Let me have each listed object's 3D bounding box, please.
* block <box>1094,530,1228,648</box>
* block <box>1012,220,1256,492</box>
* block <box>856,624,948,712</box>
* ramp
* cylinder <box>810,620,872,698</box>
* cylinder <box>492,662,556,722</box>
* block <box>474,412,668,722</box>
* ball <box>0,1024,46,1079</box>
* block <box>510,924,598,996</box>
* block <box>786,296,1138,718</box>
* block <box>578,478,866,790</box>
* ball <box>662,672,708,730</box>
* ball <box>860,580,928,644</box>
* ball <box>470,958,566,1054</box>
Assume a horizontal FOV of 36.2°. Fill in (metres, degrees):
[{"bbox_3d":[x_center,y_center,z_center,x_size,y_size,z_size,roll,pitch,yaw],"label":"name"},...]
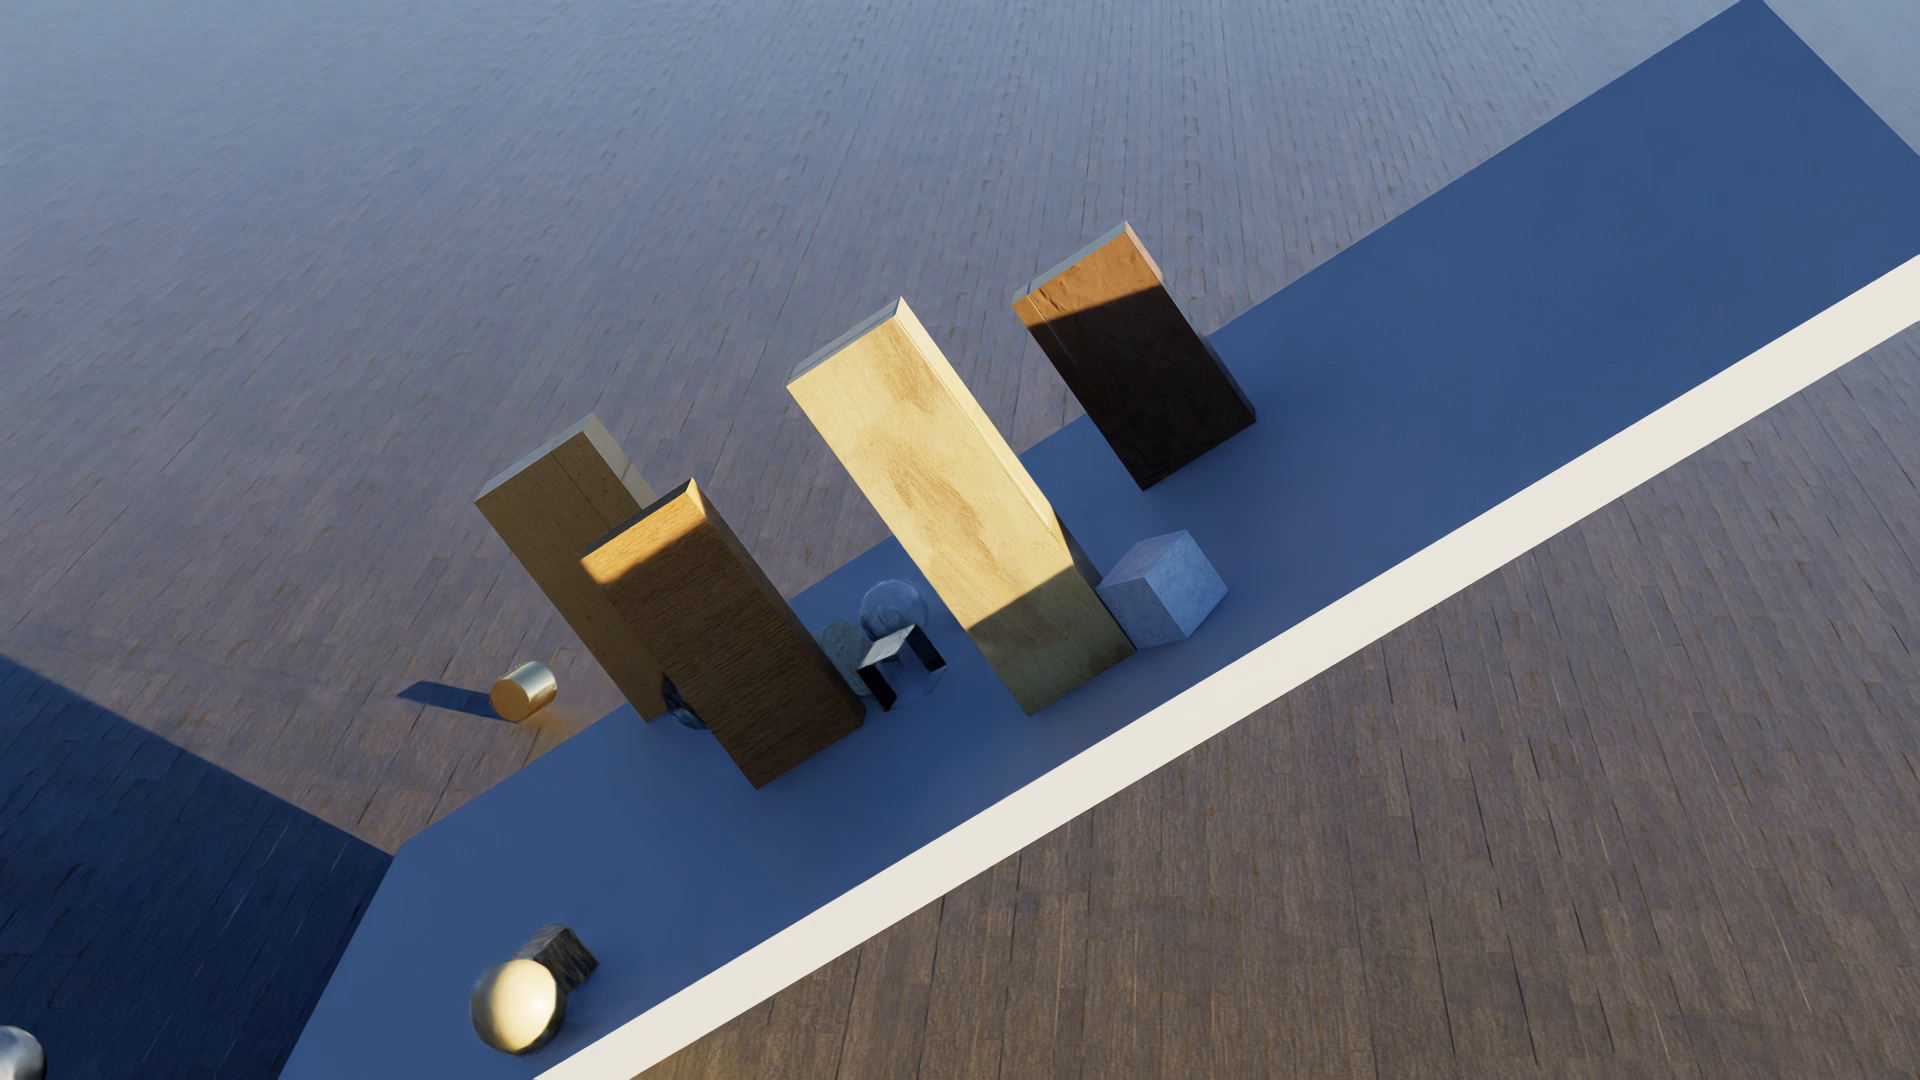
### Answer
[{"bbox_3d":[0.380,0.093,5.541,0.147,0.147,0.147,-15,25,52],"label":"block"},{"bbox_3d":[0.374,-0.392,6.315,0.290,0.505,0.092,-32,16,15],"label":"block"},{"bbox_3d":[-0.122,0.268,6.172,0.114,0.114,0.114,-25,19,35],"label":"block"},{"bbox_3d":[0.137,0.173,6.303,4.000,0.100,2.000,-32,16,15],"label":"ramp"},{"bbox_3d":[-0.301,0.286,6.393,0.175,0.175,0.175,-26,6,32],"label":"cylinder"},{"bbox_3d":[-1.286,0.448,8.678,0.138,0.138,0.138,10,23,25],"label":"cylinder"},{"bbox_3d":[-0.832,0.071,7.192,0.331,0.695,0.140,-32,16,15],"label":"block"},{"bbox_3d":[-2.170,1.196,6.660,0.195,0.195,0.195,0,21,0],"label":"ball"},{"bbox_3d":[-0.821,0.855,5.958,0.107,0.107,0.107,-44,17,-27],"label":"block"},{"bbox_3d":[0.011,-0.057,5.550,0.249,0.797,0.121,-32,16,15],"label":"block"},{"bbox_3d":[-0.496,0.202,6.199,0.280,0.629,0.084,-32,16,15],"label":"block"},{"bbox_3d":[-0.592,0.342,6.814,0.198,0.198,0.198,0,21,0],"label":"ball"},{"bbox_3d":[-0.145,0.164,6.464,0.152,0.152,0.152,0,21,0],"label":"ball"},{"bbox_3d":[-0.861,0.909,5.732,0.185,0.185,0.185,0,21,0],"label":"ball"}]
